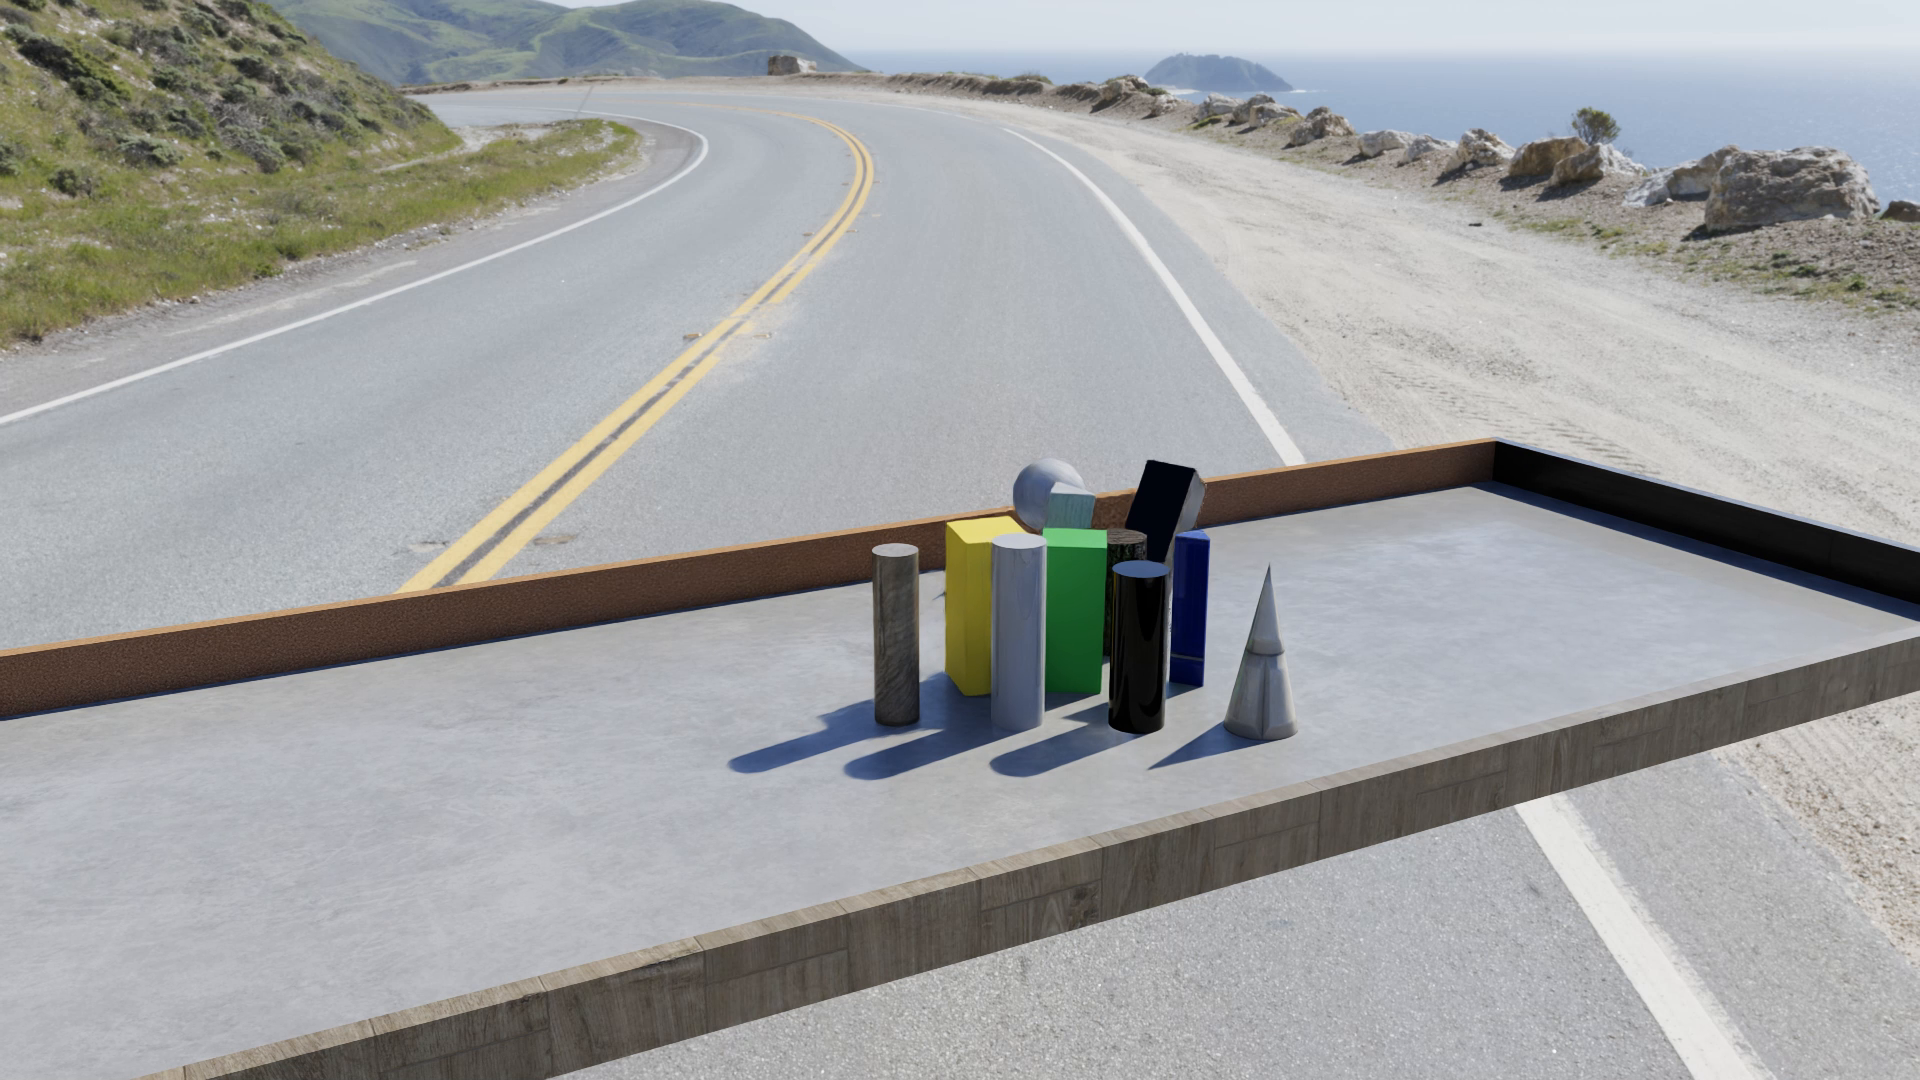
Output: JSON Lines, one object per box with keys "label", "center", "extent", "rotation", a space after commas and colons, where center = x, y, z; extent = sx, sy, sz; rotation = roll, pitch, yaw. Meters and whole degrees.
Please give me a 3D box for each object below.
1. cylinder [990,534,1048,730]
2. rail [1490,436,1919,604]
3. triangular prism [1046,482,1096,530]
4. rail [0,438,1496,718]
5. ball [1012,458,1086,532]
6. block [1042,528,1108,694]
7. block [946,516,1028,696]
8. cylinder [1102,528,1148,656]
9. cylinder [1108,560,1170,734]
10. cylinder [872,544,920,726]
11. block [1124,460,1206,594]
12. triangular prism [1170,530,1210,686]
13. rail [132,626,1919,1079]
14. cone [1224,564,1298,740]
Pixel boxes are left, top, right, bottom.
{"label": "cylinder", "center": [0.136, 0.214, 3.844], "extent": [0.128, 0.442, 0.128], "rotation": [0, 16, 0]}
{"label": "rail", "center": [2.466, -0.048, 5.253], "extent": [0.050, 0.150, 2.100], "rotation": [-9, 18, -27]}
{"label": "triangular prism", "center": [0.245, 0.067, 4.341], "extent": [0.127, 0.427, 0.110], "rotation": [2, 17, -20]}
{"label": "rail", "center": [-3.305, 0.497, 3.399], "extent": [12.000, 0.150, 0.050], "rotation": [-9, 18, -27]}
{"label": "ball", "center": [0.267, -0.134, 4.935], "extent": [0.220, 0.220, 0.220], "rotation": [0, 16, 0]}
{"label": "block", "center": [0.278, 0.174, 4.092], "extent": [0.156, 0.375, 0.156], "rotation": [2, 16, 3]}
{"label": "block", "center": [0.068, 0.163, 4.074], "extent": [0.164, 0.399, 0.164], "rotation": [-6, 21, -17]}
{"label": "cylinder", "center": [0.414, 0.137, 4.344], "extent": [0.147, 0.306, 0.147], "rotation": [0, 16, 0]}
{"label": "cylinder", "center": [0.415, 0.249, 3.834], "extent": [0.133, 0.380, 0.133], "rotation": [0, 16, 0]}
{"label": "cylinder", "center": [-0.149, 0.223, 3.858], "extent": [0.107, 0.417, 0.107], "rotation": [0, 16, 0]}
{"label": "block", "center": [0.575, -0.030, 4.780], "extent": [0.147, 0.357, 0.147], "rotation": [13, -17, 25]}
{"label": "triangular prism", "center": [0.582, 0.167, 4.108], "extent": [0.089, 0.382, 0.077], "rotation": [7, 18, 24]}
{"label": "rail", "center": [-2.336, 1.006, 1.665], "extent": [12.000, 0.150, 0.050], "rotation": [-9, 18, -27]}
{"label": "cone", "center": [0.705, 0.244, 3.811], "extent": [0.173, 0.402, 0.173], "rotation": [0, 16, 0]}
